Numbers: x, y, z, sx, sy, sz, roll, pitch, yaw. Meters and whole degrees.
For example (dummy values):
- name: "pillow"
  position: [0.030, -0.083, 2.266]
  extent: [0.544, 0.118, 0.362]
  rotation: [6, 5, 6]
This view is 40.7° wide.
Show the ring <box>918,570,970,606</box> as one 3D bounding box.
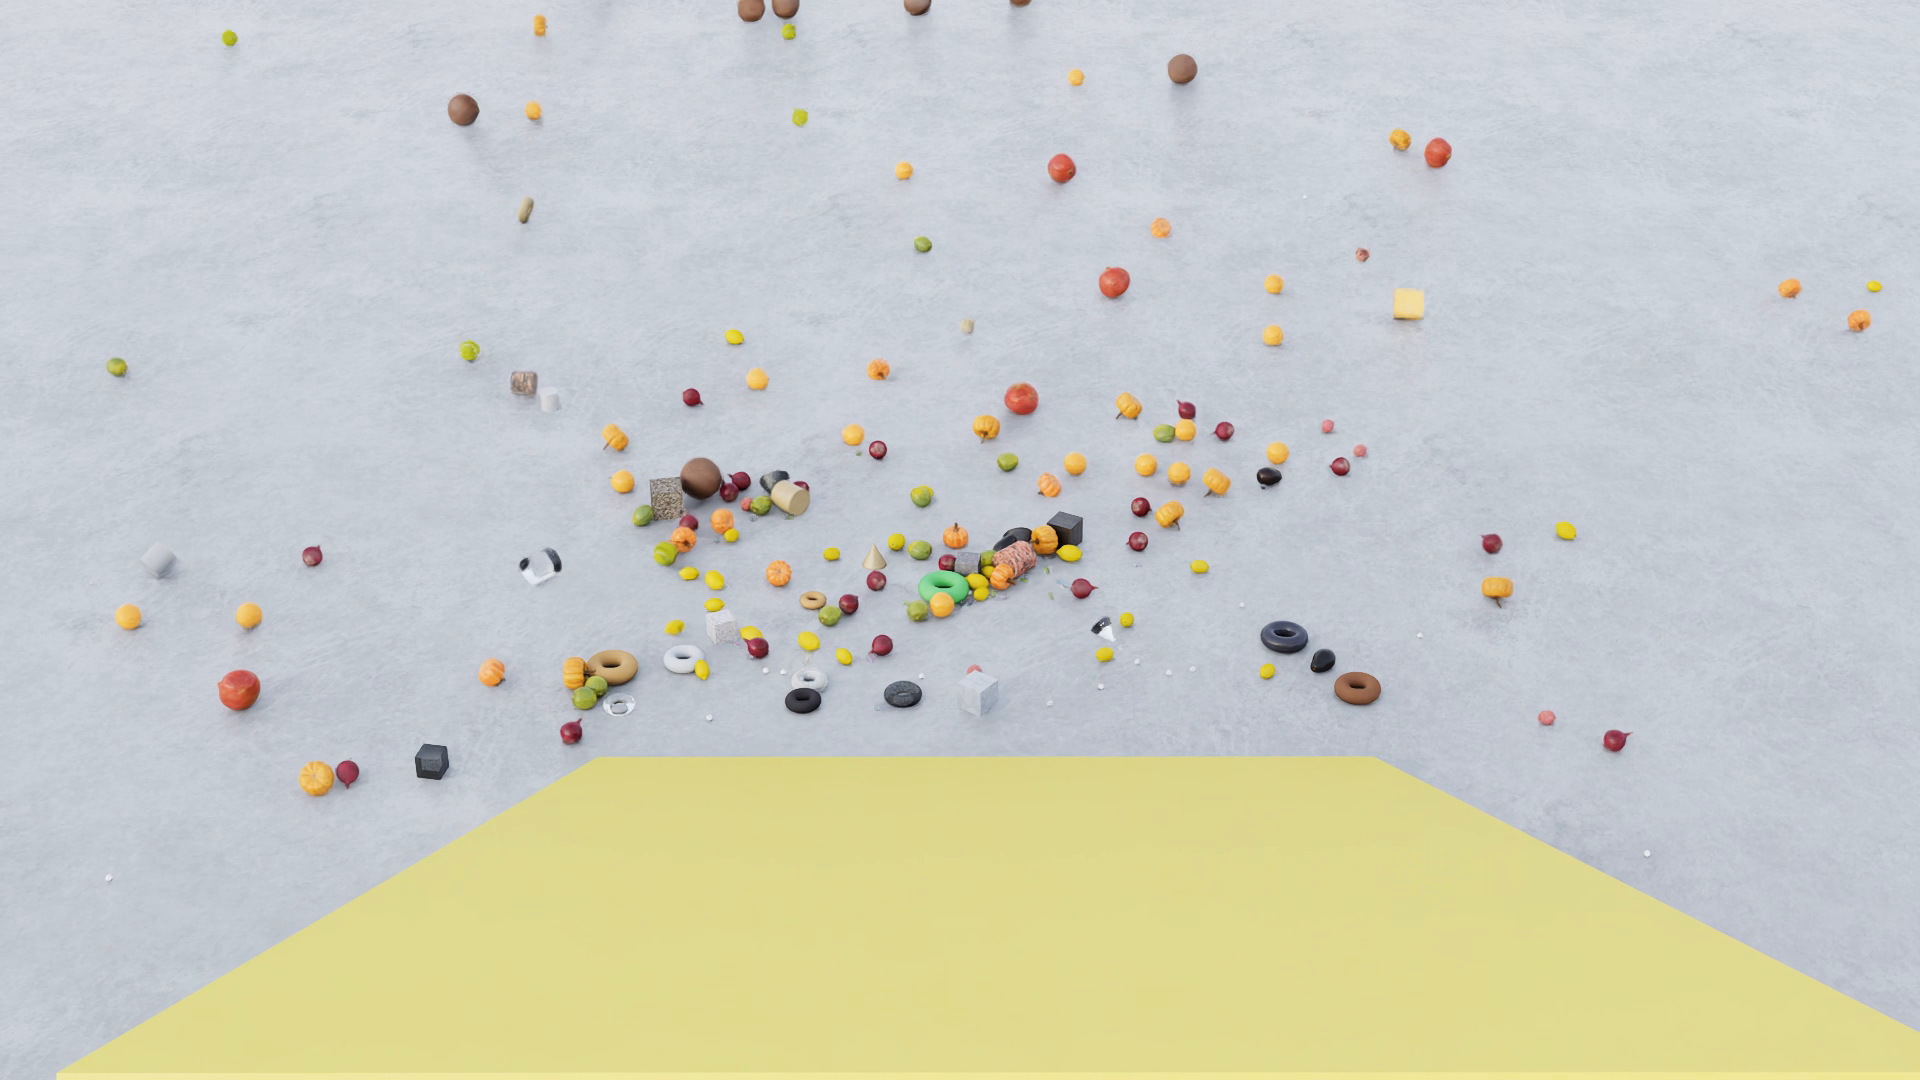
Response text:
- name: "ring"
  position: [-0.048, 0.139, 7.505]
  extent: [0.149, 0.050, 0.149]
  rotation: [1, 31, -1]

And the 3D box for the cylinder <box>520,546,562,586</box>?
- name: "cylinder"
  position: [-1.226, 0.076, 7.576]
  extent: [0.086, 0.086, 0.086]
  rotation: [23, 37, 34]

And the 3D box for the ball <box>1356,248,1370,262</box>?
- name: "ball"
  position: [1.482, -1.050, 9.532]
  extent: [0.053, 0.053, 0.053]
  rotation: [0, 30, 0]

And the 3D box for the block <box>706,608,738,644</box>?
- name: "block"
  position: [-0.673, 0.245, 7.308]
  extent: [0.065, 0.065, 0.065]
  rotation: [-15, 34, -24]

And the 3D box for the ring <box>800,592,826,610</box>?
- name: "ring"
  position: [-0.424, 0.174, 7.469]
  extent: [0.078, 0.026, 0.078]
  rotation: [1, 30, -1]

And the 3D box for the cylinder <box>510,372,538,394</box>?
- name: "cylinder"
  position: [-1.450, -0.522, 8.610]
  extent: [0.073, 0.073, 0.073]
  rotation: [4, 31, 6]

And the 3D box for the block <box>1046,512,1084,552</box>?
- name: "block"
  position: [0.314, -0.025, 7.754]
  extent: [0.081, 0.081, 0.081]
  rotation: [16, 34, 26]

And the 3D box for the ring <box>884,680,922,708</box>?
- name: "ring"
  position: [-0.155, 0.419, 7.041]
  extent: [0.105, 0.035, 0.105]
  rotation: [-1, 31, 1]

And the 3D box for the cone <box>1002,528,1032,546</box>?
- name: "cone"
  position: [0.179, 0.025, 7.708]
  extent: [0.091, 0.091, 0.091]
  rotation: [-4, 57, -7]

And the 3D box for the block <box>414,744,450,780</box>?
- name: "block"
  position: [-1.375, 0.578, 6.741]
  extent: [0.064, 0.064, 0.064]
  rotation: [6, 31, 10]

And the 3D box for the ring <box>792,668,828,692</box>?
- name: "ring"
  position: [-0.413, 0.387, 7.098]
  extent: [0.100, 0.033, 0.100]
  rotation: [-1, 31, 0]

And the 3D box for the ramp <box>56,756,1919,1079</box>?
- name: "ramp"
  position: [0.068, 0.604, 4.667]
  extent: [2.000, 0.100, 4.000]
  rotation: [0, 0, 0]

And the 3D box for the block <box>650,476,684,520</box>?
- name: "block"
  position: [-0.896, -0.127, 7.915]
  extent: [0.094, 0.094, 0.094]
  rotation: [-5, 31, -9]

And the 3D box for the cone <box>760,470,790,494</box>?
- name: "cone"
  position: [-0.562, -0.147, 7.999]
  extent: [0.097, 0.097, 0.097]
  rotation: [-9, 58, -15]

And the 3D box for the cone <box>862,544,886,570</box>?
- name: "cone"
  position: [-0.254, 0.040, 7.650]
  extent: [0.074, 0.074, 0.074]
  rotation: [0, 30, 0]

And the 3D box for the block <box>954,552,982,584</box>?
- name: "block"
  position: [0.023, 0.082, 7.584]
  extent: [0.067, 0.067, 0.067]
  rotation: [4, 31, 7]

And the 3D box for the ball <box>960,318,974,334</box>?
- name: "ball"
  position: [0.024, -0.745, 9.009]
  extent: [0.054, 0.054, 0.054]
  rotation: [0, 30, 0]

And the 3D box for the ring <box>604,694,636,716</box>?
- name: "ring"
  position: [-0.922, 0.445, 7.004]
  extent: [0.087, 0.029, 0.087]
  rotation: [0, 32, 0]

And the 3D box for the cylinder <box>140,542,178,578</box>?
- name: "cylinder"
  position: [-2.352, 0.057, 7.593]
  extent: [0.076, 0.076, 0.076]
  rotation: [25, 65, 36]

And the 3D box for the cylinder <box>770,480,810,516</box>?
- name: "cylinder"
  position: [-0.519, -0.129, 7.927]
  extent: [0.085, 0.085, 0.085]
  rotation: [26, 39, 37]

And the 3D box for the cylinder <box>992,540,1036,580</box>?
- name: "cylinder"
  position: [0.159, 0.060, 7.599]
  extent: [0.091, 0.091, 0.091]
  rotation: [26, 39, 36]

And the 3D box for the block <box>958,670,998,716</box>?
- name: "block"
  position: [0.048, 0.415, 7.005]
  extent: [0.079, 0.079, 0.079]
  rotation: [21, 37, 32]

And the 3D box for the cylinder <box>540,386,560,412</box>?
- name: "cylinder"
  position: [-1.350, -0.464, 8.521]
  extent: [0.063, 0.063, 0.063]
  rotation: [0, 30, 0]

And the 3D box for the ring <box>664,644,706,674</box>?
- name: "ring"
  position: [-0.766, 0.330, 7.190]
  extent: [0.117, 0.039, 0.117]
  rotation: [-1, 29, 0]

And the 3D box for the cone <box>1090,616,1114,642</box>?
- name: "cone"
  position: [0.416, 0.264, 7.310]
  extent: [0.067, 0.067, 0.067]
  rotation: [-22, 64, -33]

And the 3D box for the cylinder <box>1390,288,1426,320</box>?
- name: "cylinder"
  position: [1.577, -0.828, 9.106]
  extent: [0.099, 0.099, 0.099]
  rotation: [-9, 24, 28]

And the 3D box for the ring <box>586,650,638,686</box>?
- name: "ring"
  position: [-0.961, 0.352, 7.142]
  extent: [0.146, 0.049, 0.146]
  rotation: [1, 29, 0]

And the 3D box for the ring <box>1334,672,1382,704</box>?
- name: "ring"
  position: [1.084, 0.404, 7.060]
  extent: [0.128, 0.043, 0.128]
  rotation: [-1, 31, 0]

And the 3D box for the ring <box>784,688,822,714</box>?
- name: "ring"
  position: [-0.425, 0.435, 7.016]
  extent: [0.100, 0.033, 0.100]
  rotation: [-1, 30, 1]

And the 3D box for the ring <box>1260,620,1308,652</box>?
- name: "ring"
  position: [0.913, 0.272, 7.282]
  extent: [0.136, 0.045, 0.136]
  rotation: [1, 29, -1]
